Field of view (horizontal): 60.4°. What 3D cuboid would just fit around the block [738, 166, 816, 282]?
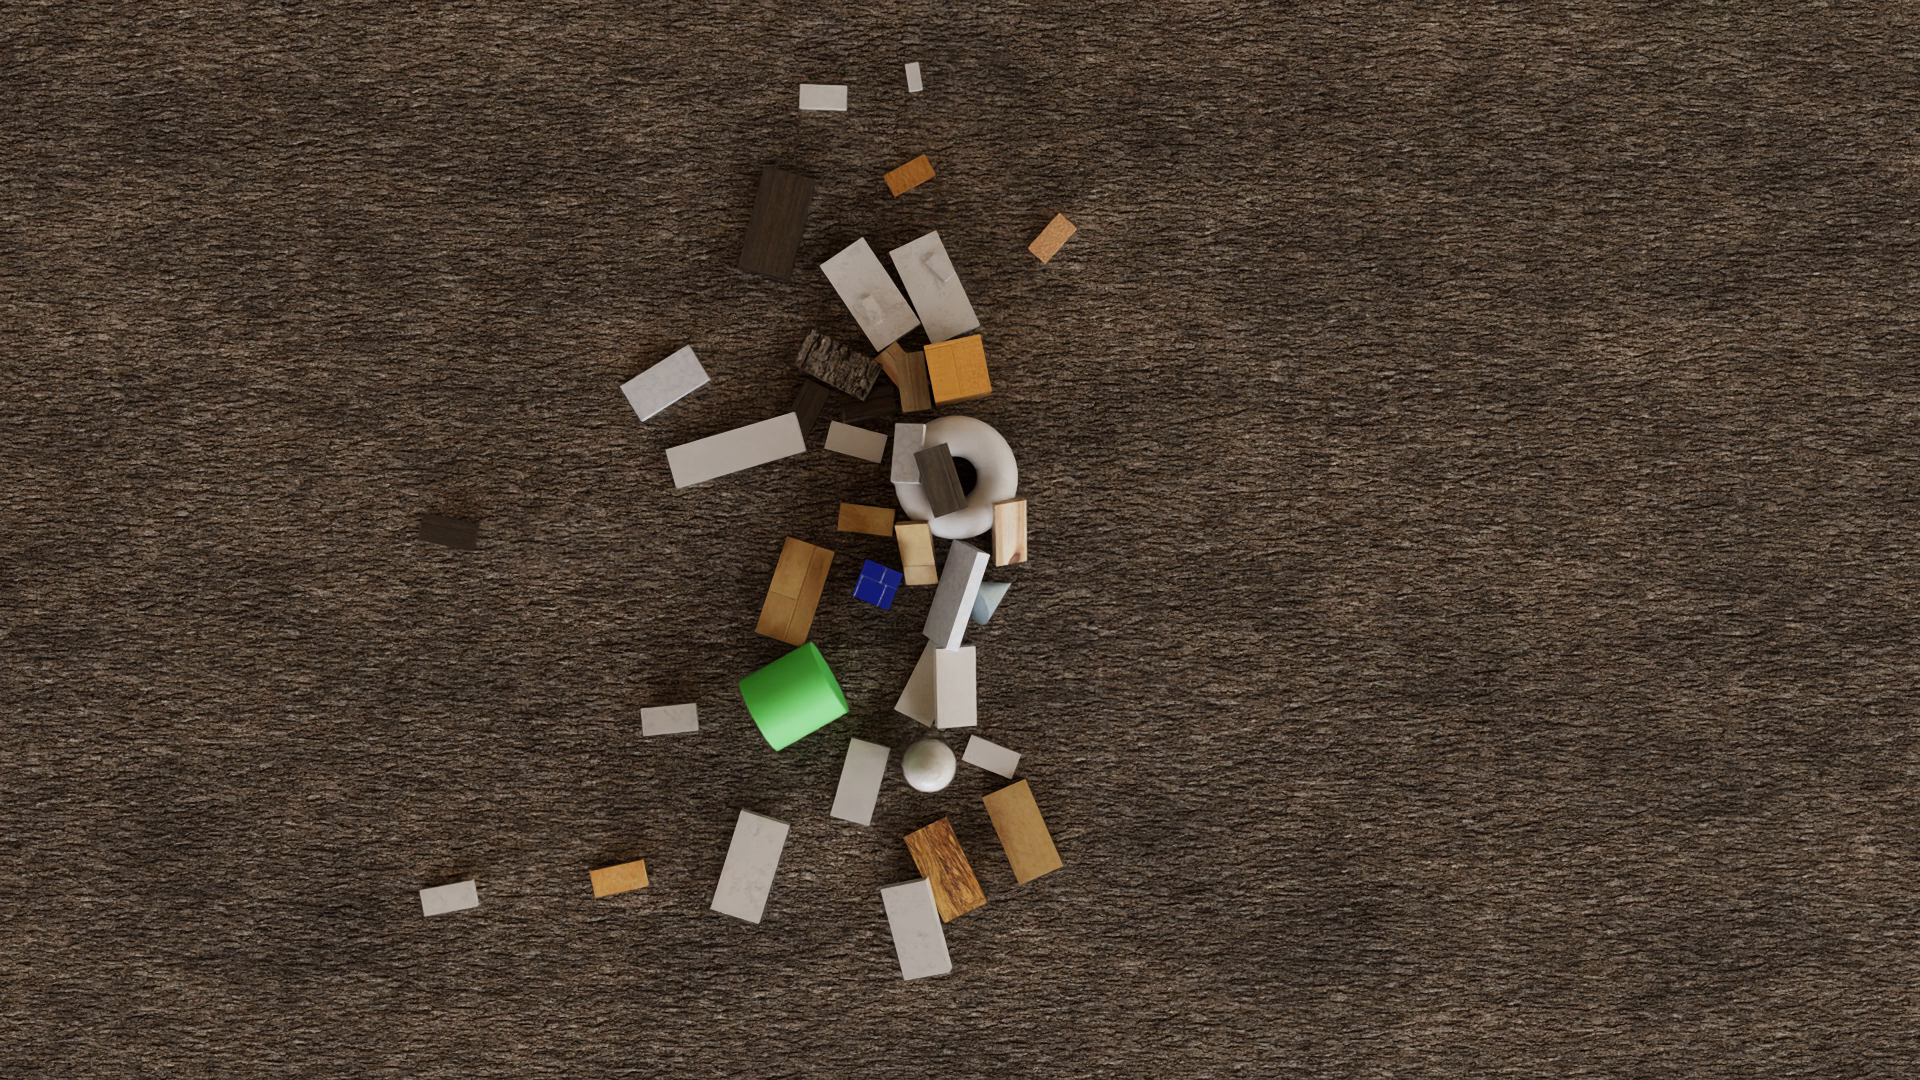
[{"bbox_3d":[-0.607,-1.049,5.476,0.172,0.049,0.344,15,90,0],"label":"block"}]

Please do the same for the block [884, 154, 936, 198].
[{"bbox_3d":[-0.168,-1.213,5.489,0.156,0.022,0.078,-28,90,0],"label":"block"}]

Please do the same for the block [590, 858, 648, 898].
[{"bbox_3d":[-1.134,1.125,5.487,0.177,0.025,0.089,-12,90,0],"label":"block"}]

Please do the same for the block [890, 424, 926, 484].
[{"bbox_3d":[-0.168,-0.281,5.362,0.096,0.027,0.193,3,84,16],"label":"block"}]

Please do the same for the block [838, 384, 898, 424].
[{"bbox_3d":[-0.307,-0.450,5.474,0.184,0.026,0.092,-11,72,0],"label":"block"}]

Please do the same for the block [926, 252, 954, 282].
[{"bbox_3d":[-0.064,-0.901,5.445,0.046,0.013,0.092,-43,90,0],"label":"block"}]

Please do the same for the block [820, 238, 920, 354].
[{"bbox_3d":[-0.297,-0.812,5.476,0.172,0.049,0.344,-34,90,0],"label":"block"}]

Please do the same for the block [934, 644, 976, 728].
[{"bbox_3d":[-0.016,0.483,5.446,0.134,0.038,0.267,-3,98,-15],"label":"block"}]

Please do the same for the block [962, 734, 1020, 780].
[{"bbox_3d":[0.104,0.721,5.487,0.177,0.025,0.089,22,90,0],"label":"block"}]

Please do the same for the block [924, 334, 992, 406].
[{"bbox_3d":[-0.007,-0.553,5.407,0.186,0.186,0.186,-12,90,0],"label":"block"}]

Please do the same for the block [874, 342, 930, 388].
[{"bbox_3d":[-0.190,-0.560,5.487,0.092,0.026,0.185,-40,90,0],"label":"block"}]

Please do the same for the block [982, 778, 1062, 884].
[{"bbox_3d":[0.207,0.966,5.478,0.157,0.045,0.315,-24,90,0],"label":"block"}]

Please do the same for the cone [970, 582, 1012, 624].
[{"bbox_3d":[0.109,0.175,5.464,0.159,0.159,0.159,-27,90,-27],"label":"cone"}]

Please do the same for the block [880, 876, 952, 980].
[{"bbox_3d":[-0.144,1.285,5.454,0.158,0.045,0.315,-14,93,13],"label":"block"}]

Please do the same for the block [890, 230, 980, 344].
[{"bbox_3d":[-0.085,-0.832,5.476,0.172,0.049,0.344,-25,90,0],"label":"block"}]

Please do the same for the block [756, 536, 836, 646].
[{"bbox_3d":[-0.546,0.172,5.476,0.167,0.047,0.335,18,90,0],"label":"block"}]

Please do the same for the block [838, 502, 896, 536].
[{"bbox_3d":[-0.311,-0.067,5.487,0.183,0.026,0.091,7,90,0],"label":"block"}]

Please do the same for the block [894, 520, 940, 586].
[{"bbox_3d":[-0.139,0.042,5.427,0.110,0.031,0.221,-4,116,13],"label":"block"}]

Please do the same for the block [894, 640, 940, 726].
[{"bbox_3d":[-0.098,0.471,5.481,0.134,0.038,0.267,27,90,0],"label":"block"}]

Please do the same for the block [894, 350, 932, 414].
[{"bbox_3d":[-0.155,-0.522,5.460,0.096,0.027,0.193,-8,90,0],"label":"block"}]

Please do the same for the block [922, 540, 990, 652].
[{"bbox_3d":[-0.014,0.179,5.399,0.047,0.167,0.335,14,97,-32],"label":"block"}]

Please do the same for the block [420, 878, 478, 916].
[{"bbox_3d":[-1.699,1.190,5.487,0.177,0.025,0.089,-11,90,0],"label":"block"}]

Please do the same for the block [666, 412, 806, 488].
[{"bbox_3d":[-0.742,-0.297,5.466,0.447,0.038,0.133,-16,90,4],"label":"block"}]

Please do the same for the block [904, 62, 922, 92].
[{"bbox_3d":[-0.154,-1.541,5.493,0.046,0.013,0.092,-9,90,0],"label":"block"}]

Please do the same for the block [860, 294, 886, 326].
[{"bbox_3d":[-0.285,-0.760,5.445,0.046,0.013,0.092,-31,90,0],"label":"block"}]

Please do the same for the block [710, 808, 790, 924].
[{"bbox_3d":[-0.695,1.082,5.476,0.167,0.047,0.341,17,90,0],"label":"block"}]

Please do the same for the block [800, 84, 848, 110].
[{"bbox_3d":[-0.455,-1.473,5.489,0.156,0.022,0.078,2,90,0],"label":"block"}]

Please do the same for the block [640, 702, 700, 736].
[{"bbox_3d":[-0.965,0.596,5.487,0.183,0.026,0.091,-6,90,0],"label":"block"}]

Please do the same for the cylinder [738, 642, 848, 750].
[{"bbox_3d":[-0.539,0.508,5.369,0.262,0.262,0.262,-29,90,0],"label":"cylinder"}]

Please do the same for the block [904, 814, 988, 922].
[{"bbox_3d":[-0.049,1.091,5.478,0.158,0.045,0.315,-26,90,0],"label":"block"}]

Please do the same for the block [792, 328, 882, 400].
[{"bbox_3d":[-0.405,-0.579,5.463,0.266,0.038,0.133,27,86,6],"label":"block"}]

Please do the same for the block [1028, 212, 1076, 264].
[{"bbox_3d":[0.307,-1.004,5.489,0.078,0.022,0.156,42,90,0],"label":"block"}]

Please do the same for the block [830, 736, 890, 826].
[{"bbox_3d":[-0.330,0.801,5.481,0.134,0.038,0.267,15,90,0],"label":"block"}]

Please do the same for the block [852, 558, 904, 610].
[{"bbox_3d":[-0.270,0.145,5.435,0.129,0.129,0.129,22,90,0],"label":"block"}]

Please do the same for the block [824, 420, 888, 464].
[{"bbox_3d":[-0.345,-0.326,5.486,0.193,0.027,0.096,15,90,0],"label":"block"}]

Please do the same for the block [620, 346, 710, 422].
[{"bbox_3d":[-0.979,-0.521,5.481,0.266,0.038,0.133,-32,90,0],"label":"block"}]

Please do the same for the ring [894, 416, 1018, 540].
[{"bbox_3d":[-0.013,-0.206,5.434,0.409,0.136,0.409,0,91,-1],"label":"ring"}]

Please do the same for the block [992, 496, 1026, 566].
[{"bbox_3d":[0.162,-0.027,5.423,0.110,0.031,0.221,-11,117,-18],"label":"block"}]

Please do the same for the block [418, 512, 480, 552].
[{"bbox_3d":[-1.700,-0.026,5.487,0.183,0.026,0.091,12,90,0],"label":"block"}]

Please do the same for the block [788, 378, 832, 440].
[{"bbox_3d":[-0.511,-0.435,5.487,0.092,0.026,0.185,27,90,0],"label":"block"}]

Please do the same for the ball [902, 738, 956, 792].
[{"bbox_3d":[-0.102,0.738,5.412,0.176,0.176,0.176,0,90,0],"label":"ball"}]

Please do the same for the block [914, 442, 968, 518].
[{"bbox_3d":[-0.062,-0.193,5.333,0.110,0.031,0.220,-19,92,-18],"label":"block"}]
